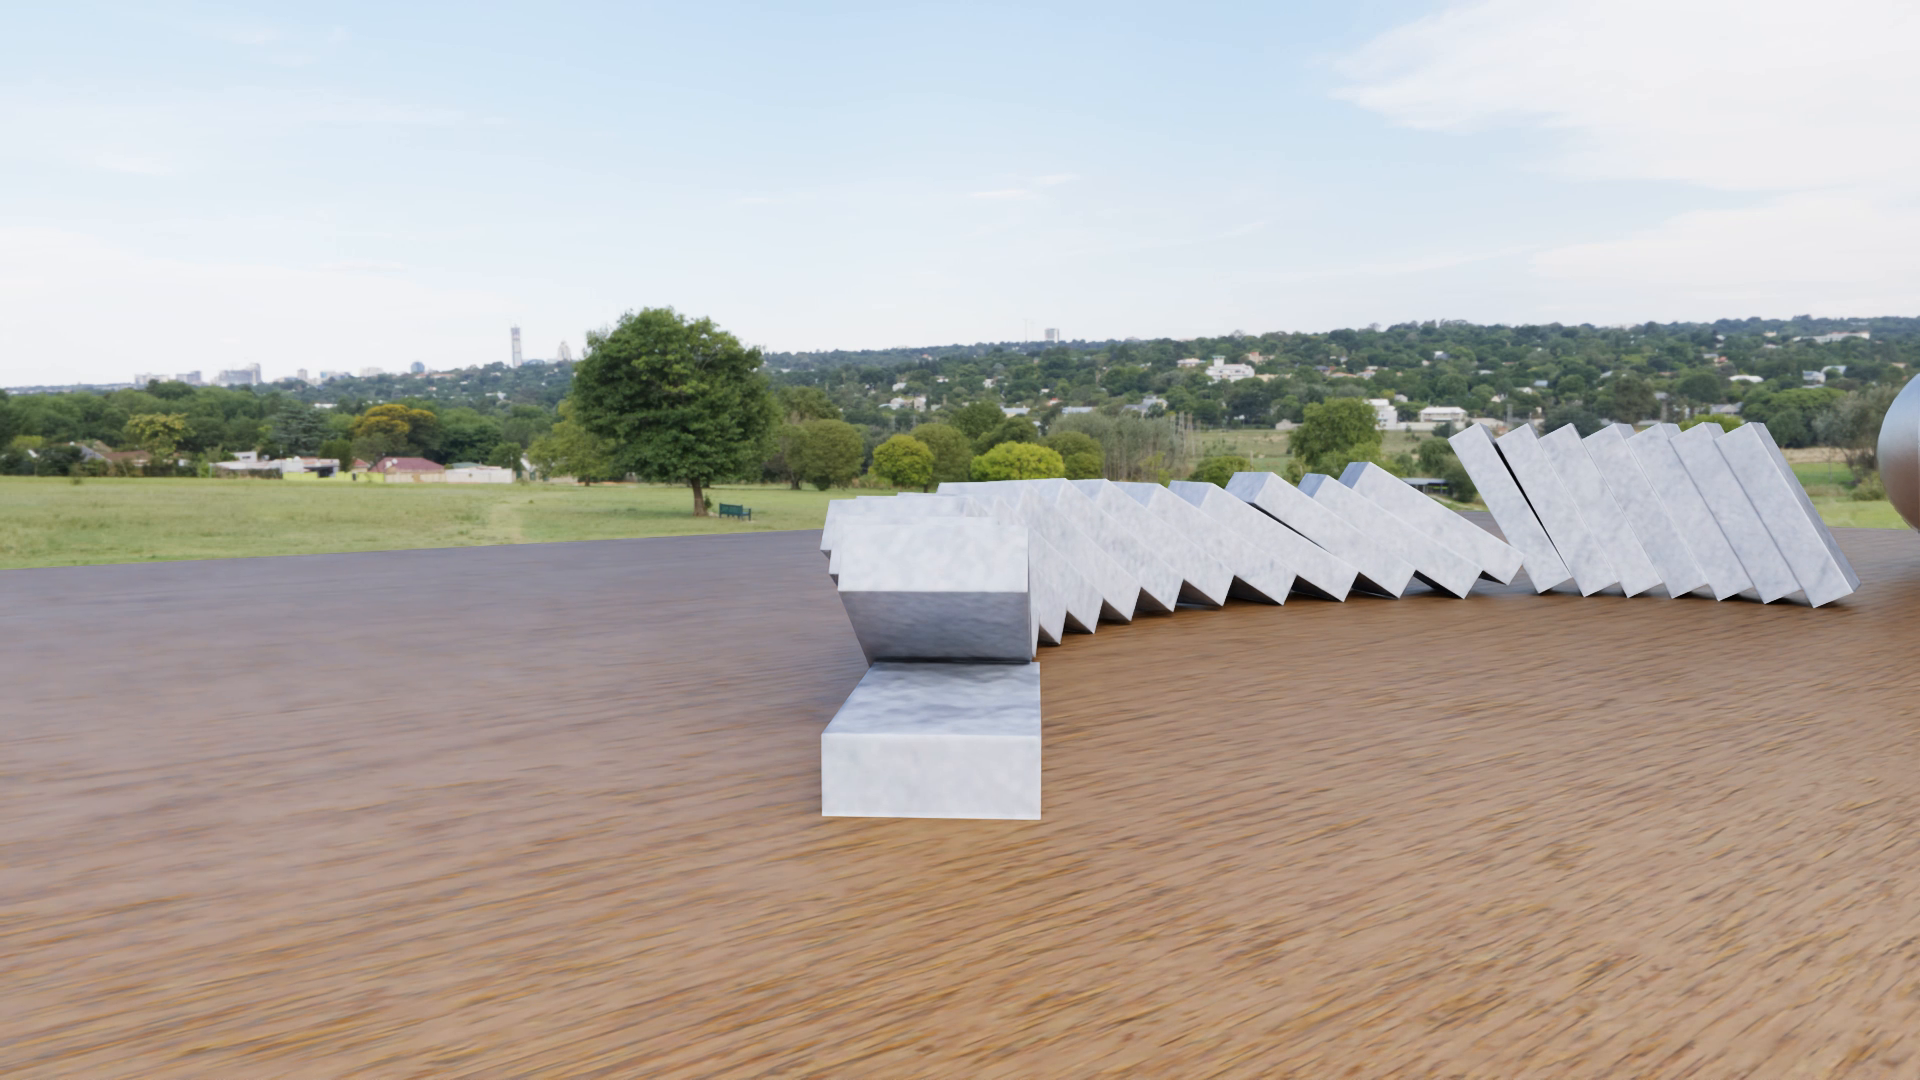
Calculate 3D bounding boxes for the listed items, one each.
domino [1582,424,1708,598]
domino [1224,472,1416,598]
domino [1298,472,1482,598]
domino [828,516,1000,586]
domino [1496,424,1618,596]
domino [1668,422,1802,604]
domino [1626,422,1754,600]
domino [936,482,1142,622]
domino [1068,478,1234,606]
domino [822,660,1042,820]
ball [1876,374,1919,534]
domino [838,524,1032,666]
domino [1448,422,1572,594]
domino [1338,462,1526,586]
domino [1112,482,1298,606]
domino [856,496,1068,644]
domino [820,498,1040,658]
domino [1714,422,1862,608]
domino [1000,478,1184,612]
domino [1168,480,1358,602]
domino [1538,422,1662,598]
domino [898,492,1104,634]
[{"bbox_3d":[0.197,-0.009,0.366,0.009,0.050,0.025,-33,-16,34],"label":"domino"},{"bbox_3d":[0.099,-0.002,0.358,0.050,0.009,0.025,32,-3,-11],"label":"domino"},{"bbox_3d":[0.120,-0.002,0.364,0.050,0.010,0.025,31,5,-1],"label":"domino"},{"bbox_3d":[-0.003,0.011,0.215,0.025,0.010,0.050,1,-23,9],"label":"domino"},{"bbox_3d":[0.172,-0.009,0.370,0.009,0.050,0.025,-30,-10,26],"label":"domino"},{"bbox_3d":[0.215,-0.008,0.353,0.010,0.050,0.025,-33,-18,36],"label":"domino"},{"bbox_3d":[0.207,-0.009,0.361,0.009,0.050,0.025,-33,-17,36],"label":"domino"},{"bbox_3d":[0.018,0.003,0.295,0.025,0.010,0.050,1,-27,41],"label":"domino"},{"bbox_3d":[0.044,0.001,0.325,0.050,0.010,0.025,32,-17,-31],"label":"domino"},{"bbox_3d":[-0.002,0.025,0.171,0.025,0.009,0.050,0,4,3],"label":"domino"},{"bbox_3d":[0.368,-0.031,0.446,0.080,0.080,0.080,0,4,0],"label":"ball"},{"bbox_3d":[-0.002,0.012,0.193,0.025,0.009,0.050,0,-23,4],"label":"domino"},{"bbox_3d":[0.160,-0.010,0.373,0.009,0.050,0.025,-32,-13,25],"label":"domino"},{"bbox_3d":[0.133,-0.005,0.366,0.050,0.010,0.025,31,5,2],"label":"domino"},{"bbox_3d":[0.062,0.001,0.340,0.050,0.009,0.025,30,-9,-24],"label":"domino"},{"bbox_3d":[0.001,0.007,0.258,0.025,0.010,0.050,1,-25,28],"label":"domino"},{"bbox_3d":[-0.004,0.008,0.236,0.025,0.009,0.050,0,-26,19],"label":"domino"},{"bbox_3d":[0.223,-0.008,0.346,0.009,0.050,0.025,-33,-17,36],"label":"domino"},{"bbox_3d":[0.029,0.002,0.310,0.025,0.010,0.050,0,-28,46],"label":"domino"},{"bbox_3d":[0.081,0.000,0.351,0.050,0.010,0.025,29,-4,-16],"label":"domino"},{"bbox_3d":[0.183,-0.009,0.368,0.010,0.050,0.025,-30,-10,26],"label":"domino"},{"bbox_3d":[0.009,0.006,0.278,0.025,0.009,0.050,3,-24,35],"label":"domino"}]
